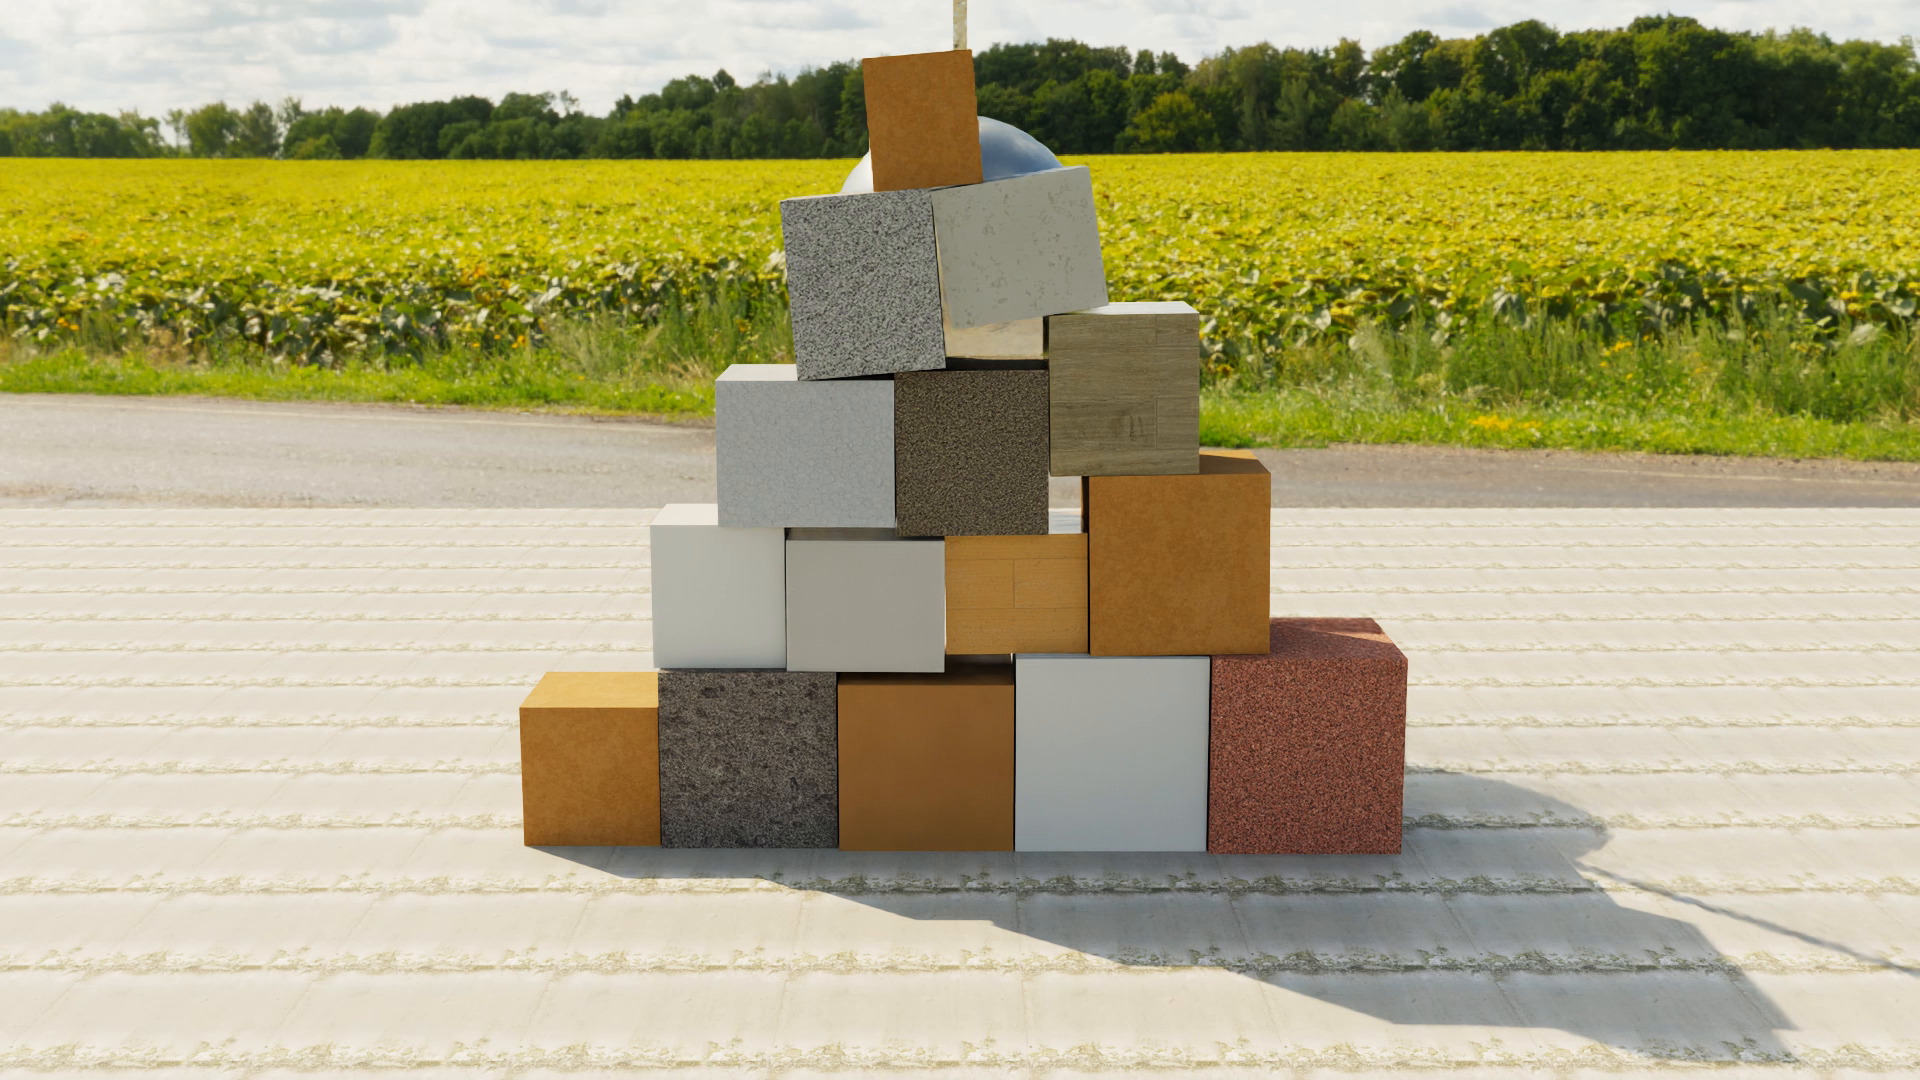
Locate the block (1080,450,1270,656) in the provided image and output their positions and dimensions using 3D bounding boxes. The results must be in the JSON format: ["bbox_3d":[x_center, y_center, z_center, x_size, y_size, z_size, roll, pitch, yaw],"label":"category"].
[{"bbox_3d":[1.081,0.053,11.201,0.885,0.901,0.821,-1,10,0],"label":"block"}]

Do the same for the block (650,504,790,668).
[{"bbox_3d":[-1.199,0.224,11.236,0.663,0.725,0.647,0,10,0],"label":"block"}]

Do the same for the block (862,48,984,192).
[{"bbox_3d":[-0.178,-2.060,10.827,0.528,0.632,0.608,-5,10,1],"label":"block"}]

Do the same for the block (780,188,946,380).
[{"bbox_3d":[-0.466,-1.293,10.944,0.719,0.862,0.811,-5,10,1],"label":"block"}]

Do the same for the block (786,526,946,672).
[{"bbox_3d":[-0.466,0.259,11.233,0.780,0.659,0.787,0,10,0],"label":"block"}]

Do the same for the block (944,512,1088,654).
[{"bbox_3d":[0.280,0.209,11.219,0.704,0.603,0.659,-1,10,0],"label":"block"}]

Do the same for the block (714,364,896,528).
[{"bbox_3d":[-0.753,-0.488,11.110,0.868,0.722,0.786,0,10,0],"label":"block"}]

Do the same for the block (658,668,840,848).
[{"bbox_3d":[-1.055,1.030,11.366,0.884,0.907,0.817,0,10,0],"label":"block"}]

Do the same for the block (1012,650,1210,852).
[{"bbox_3d":[0.754,0.994,11.341,0.954,0.986,0.869,0,10,0],"label":"block"}]

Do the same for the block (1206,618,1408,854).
[{"bbox_3d":[1.719,0.989,11.341,0.956,0.996,0.966,0,10,0],"label":"block"}]

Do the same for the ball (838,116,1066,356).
[{"bbox_3d":[0.000,-1.737,13.197,1.600,1.600,1.600,0,10,0],"label":"ball"}]

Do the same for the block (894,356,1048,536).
[{"bbox_3d":[0.059,-0.487,11.102,0.746,0.812,0.733,-1,10,0],"label":"block"}]

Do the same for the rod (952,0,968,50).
[{"bbox_3d":[0.000,-4.595,11.356,0.080,5.200,0.080,0,33,0],"label":"rod"}]

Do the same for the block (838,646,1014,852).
[{"bbox_3d":[-0.168,1.058,11.361,0.871,0.854,0.886,0,10,0],"label":"block"}]

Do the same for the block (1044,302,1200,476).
[{"bbox_3d":[0.798,-0.770,11.042,0.726,0.786,0.767,-1,10,0],"label":"block"}]

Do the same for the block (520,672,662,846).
[{"bbox_3d":[-1.852,1.121,11.388,0.690,0.720,0.747,0,10,0],"label":"block"}]

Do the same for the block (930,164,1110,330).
[{"bbox_3d":[0.287,-1.461,10.907,0.767,0.672,0.712,-9,10,1],"label":"block"}]
